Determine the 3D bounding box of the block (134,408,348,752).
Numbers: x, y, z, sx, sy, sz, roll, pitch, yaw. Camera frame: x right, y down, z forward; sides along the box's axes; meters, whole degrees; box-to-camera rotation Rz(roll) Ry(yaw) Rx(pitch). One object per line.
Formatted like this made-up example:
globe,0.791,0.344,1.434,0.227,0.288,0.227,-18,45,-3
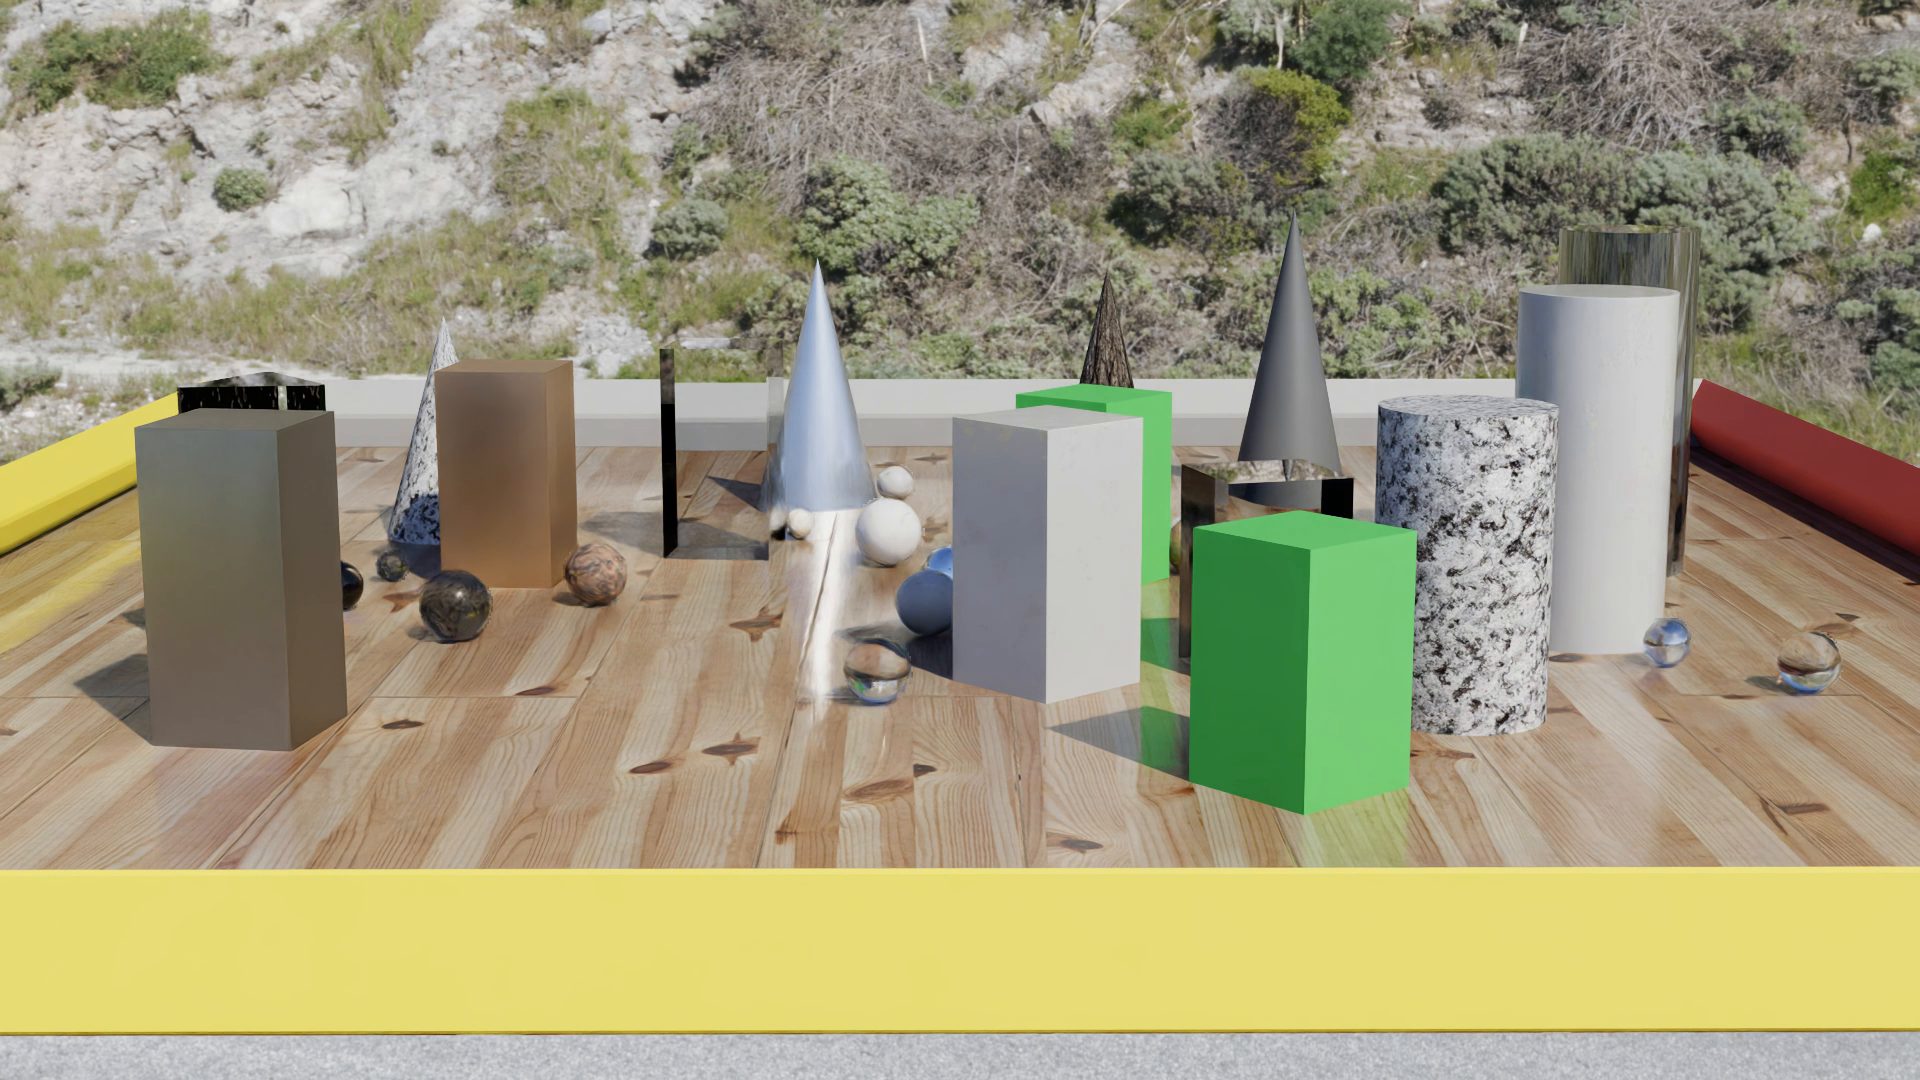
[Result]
block,-0.785,0.040,2.815,0.158,0.348,0.158,2,11,8

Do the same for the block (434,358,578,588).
block,-0.647,-0.097,3.673,0.158,0.306,0.158,1,11,5

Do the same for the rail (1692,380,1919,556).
rail,1.422,0.032,3.457,0.045,0.129,3.066,0,10,0

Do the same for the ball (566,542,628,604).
ball,-0.496,0.046,3.504,0.085,0.085,0.085,0,10,0

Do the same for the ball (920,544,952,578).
ball,-0.010,0.050,3.474,0.088,0.088,0.088,0,10,0

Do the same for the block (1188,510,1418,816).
block,0.347,0.120,2.609,0.158,0.266,0.158,-9,14,-40

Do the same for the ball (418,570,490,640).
ball,-0.647,0.084,3.287,0.091,0.091,0.091,0,10,0

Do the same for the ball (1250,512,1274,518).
ball,0.442,0.006,3.701,0.092,0.092,0.092,0,10,0

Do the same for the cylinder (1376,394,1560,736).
cylinder,0.566,0.024,2.887,0.198,0.353,0.198,0,10,0

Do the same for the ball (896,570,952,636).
ball,-0.040,0.081,3.313,0.086,0.086,0.086,0,10,0

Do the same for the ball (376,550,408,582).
ball,-0.813,0.037,3.666,0.044,0.044,0.044,0,10,0

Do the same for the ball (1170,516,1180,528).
ball,0.334,0.000,3.789,0.073,0.073,0.073,0,10,0

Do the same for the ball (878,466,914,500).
ball,-0.108,-0.093,4.269,0.060,0.060,0.060,0,10,0

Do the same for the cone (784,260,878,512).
cone,-0.237,-0.267,4.299,0.198,0.412,0.198,0,10,0

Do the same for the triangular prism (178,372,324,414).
triangular prism,-0.870,-0.032,3.217,0.172,0.343,0.149,-1,11,-7

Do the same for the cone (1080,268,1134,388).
cone,0.224,-0.207,3.939,0.198,0.424,0.198,0,10,0

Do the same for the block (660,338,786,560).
block,-0.356,-0.140,3.877,0.158,0.315,0.158,1,11,5

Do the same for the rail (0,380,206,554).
rail,-1.422,0.035,3.441,0.045,0.129,3.066,0,10,0

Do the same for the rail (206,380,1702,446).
rail,-0.009,-0.242,4.933,2.891,0.129,0.045,0,10,0

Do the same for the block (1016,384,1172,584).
block,0.190,-0.076,3.662,0.158,0.268,0.158,8,13,38

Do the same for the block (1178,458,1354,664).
block,0.369,0.037,3.117,0.158,0.244,0.158,-3,11,-15

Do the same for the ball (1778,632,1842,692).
ball,0.999,0.143,3.018,0.071,0.071,0.071,0,10,0

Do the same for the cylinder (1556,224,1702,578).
cylinder,0.963,-0.204,3.733,0.198,0.494,0.198,0,10,0

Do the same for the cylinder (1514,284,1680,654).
cylinder,0.804,-0.094,3.270,0.198,0.446,0.198,0,10,0

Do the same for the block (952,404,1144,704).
block,0.103,0.012,3.044,0.158,0.319,0.158,-10,14,-42

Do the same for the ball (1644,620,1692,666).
ball,0.868,0.126,3.147,0.058,0.058,0.058,0,10,0

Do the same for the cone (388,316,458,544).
cone,-0.802,-0.180,4.013,0.198,0.345,0.198,0,10,0

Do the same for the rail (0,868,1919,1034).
rail,0.009,0.308,1.965,2.891,0.129,0.045,0,10,0

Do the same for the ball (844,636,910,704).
ball,-0.096,0.151,2.961,0.077,0.077,0.077,0,10,0

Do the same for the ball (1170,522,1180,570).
ball,0.339,0.008,3.711,0.084,0.084,0.084,0,10,0

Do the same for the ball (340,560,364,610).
ball,-0.840,0.062,3.468,0.068,0.068,0.068,0,10,0

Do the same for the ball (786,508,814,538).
ball,-0.251,-0.025,3.996,0.047,0.047,0.047,0,10,0

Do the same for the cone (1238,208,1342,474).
cone,0.566,-0.322,4.381,0.198,0.490,0.198,0,10,0

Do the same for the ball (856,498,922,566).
ball,-0.105,-0.012,3.779,0.099,0.099,0.099,0,10,0
